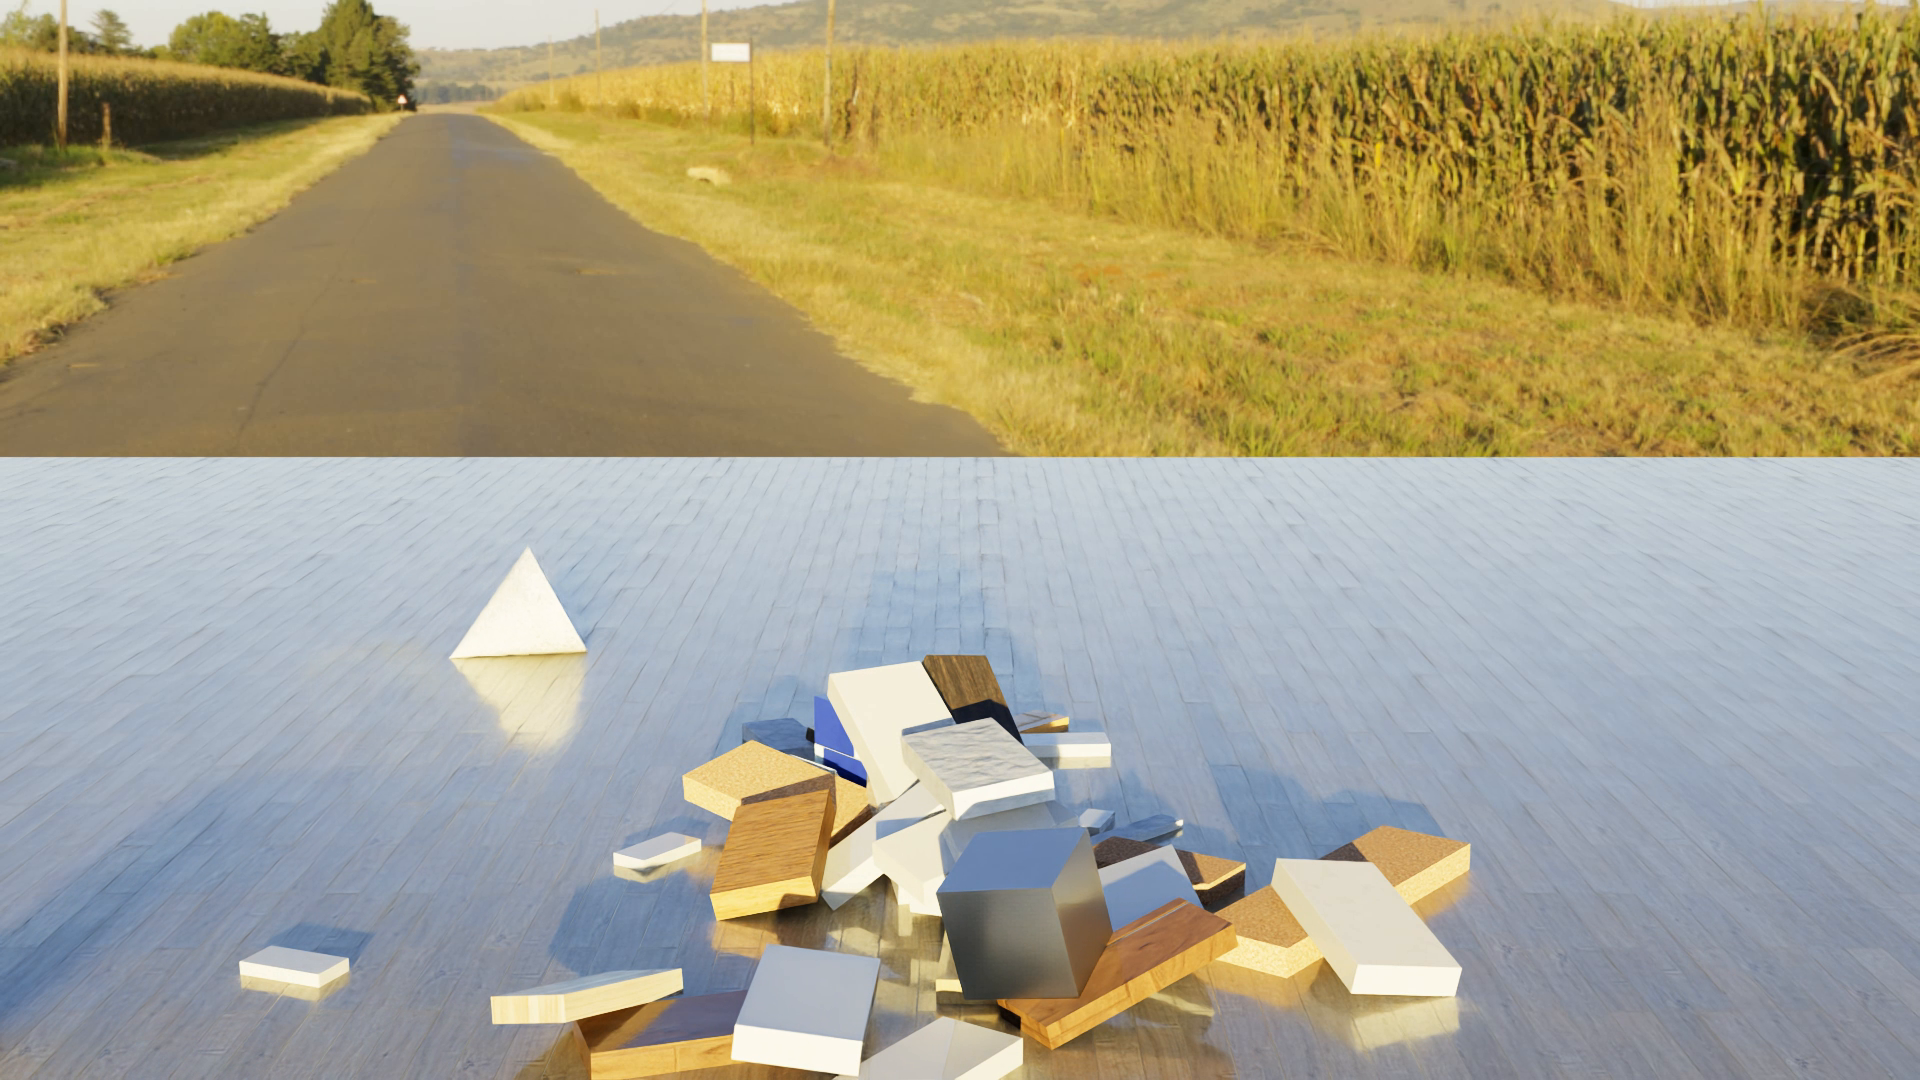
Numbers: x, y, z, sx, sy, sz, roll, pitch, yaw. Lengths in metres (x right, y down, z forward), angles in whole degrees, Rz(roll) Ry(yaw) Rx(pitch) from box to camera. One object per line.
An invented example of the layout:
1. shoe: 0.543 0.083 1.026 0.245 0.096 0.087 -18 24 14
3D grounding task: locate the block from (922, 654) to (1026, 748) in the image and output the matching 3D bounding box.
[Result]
1. block: 0.051 0.376 4.023 0.129 0.037 0.404 2 46 -30

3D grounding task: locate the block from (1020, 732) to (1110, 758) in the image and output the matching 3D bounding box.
1. block: 0.213 0.420 4.513 0.180 0.025 0.090 -1 11 -4

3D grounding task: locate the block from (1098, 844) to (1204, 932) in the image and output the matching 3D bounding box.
1. block: 0.288 0.579 3.459 0.166 0.047 0.332 -19 11 0

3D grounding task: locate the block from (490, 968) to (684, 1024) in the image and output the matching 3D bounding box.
1. block: -0.521 0.640 3.092 0.129 0.037 0.258 -8 -6 30

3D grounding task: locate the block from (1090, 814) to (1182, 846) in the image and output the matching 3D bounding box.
1. block: 0.267 0.536 3.917 0.340 0.015 0.052 -10 15 -44

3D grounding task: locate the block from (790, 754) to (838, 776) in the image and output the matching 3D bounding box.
1. block: -0.270 0.434 4.085 0.104 0.052 0.015 15 53 30

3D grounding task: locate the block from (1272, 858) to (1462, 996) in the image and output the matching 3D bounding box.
1. block: 0.614 0.587 3.357 0.166 0.047 0.332 5 18 -15

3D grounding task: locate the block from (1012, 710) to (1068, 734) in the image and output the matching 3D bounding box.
1. block: 0.050 0.413 4.554 0.090 0.026 0.436 10 14 42

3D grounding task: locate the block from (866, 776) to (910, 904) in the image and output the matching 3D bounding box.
1. block: -0.047 0.502 3.780 0.176 0.050 0.352 -2 25 -11

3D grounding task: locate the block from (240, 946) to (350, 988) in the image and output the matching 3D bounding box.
1. block: -1.005 0.644 3.323 0.144 0.020 0.072 4 11 21

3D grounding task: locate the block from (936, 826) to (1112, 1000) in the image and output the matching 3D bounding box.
1. block: 0.095 0.537 3.167 0.176 0.176 0.176 -6 19 23

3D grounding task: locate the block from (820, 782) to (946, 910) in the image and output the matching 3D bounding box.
1. block: -0.130 0.502 3.656 0.258 0.037 0.129 -37 18 -6

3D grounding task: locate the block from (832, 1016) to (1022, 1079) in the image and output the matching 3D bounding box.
1. block: -0.044 0.709 2.925 0.132 0.037 0.265 7 13 34

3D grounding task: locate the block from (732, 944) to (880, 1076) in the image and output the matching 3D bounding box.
1. block: -0.207 0.642 3.029 0.167 0.047 0.334 7 8 1

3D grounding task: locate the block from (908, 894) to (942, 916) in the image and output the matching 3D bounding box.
1. block: 0.036 0.510 3.569 0.149 0.042 0.299 4 26 17

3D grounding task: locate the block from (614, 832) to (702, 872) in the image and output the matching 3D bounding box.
1. block: -0.529 0.546 3.852 0.072 0.020 0.144 7 13 35

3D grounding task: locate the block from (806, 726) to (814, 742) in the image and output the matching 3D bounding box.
1. block: -0.214 0.407 4.474 0.180 0.025 0.090 6 7 -37

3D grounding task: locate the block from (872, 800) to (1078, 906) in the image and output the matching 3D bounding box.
1. block: 0.026 0.482 3.530 0.299 0.042 0.149 -19 29 -29

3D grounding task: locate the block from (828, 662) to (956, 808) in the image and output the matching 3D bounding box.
1. block: -0.095 0.352 3.910 0.176 0.050 0.352 -7 37 -21

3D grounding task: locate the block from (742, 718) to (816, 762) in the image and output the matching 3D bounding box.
1. block: -0.362 0.414 4.530 0.112 0.032 0.224 -4 11 -22

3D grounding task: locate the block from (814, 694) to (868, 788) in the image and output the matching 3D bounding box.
1. block: -0.131 0.397 4.147 0.205 0.205 0.205 -8 13 -38

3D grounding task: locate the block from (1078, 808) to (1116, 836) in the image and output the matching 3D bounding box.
1. block: 0.245 0.516 4.026 0.052 0.015 0.104 4 11 19

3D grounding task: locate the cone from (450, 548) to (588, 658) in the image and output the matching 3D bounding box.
1. cone: -1.106 0.214 5.332 0.295 0.295 0.295 -29 17 -9

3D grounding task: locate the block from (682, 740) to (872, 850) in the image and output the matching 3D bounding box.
1. block: -0.315 0.468 3.981 0.352 0.050 0.176 18 29 37

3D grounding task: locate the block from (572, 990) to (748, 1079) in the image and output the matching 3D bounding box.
1. block: -0.375 0.683 3.050 0.299 0.042 0.149 -4 11 -19

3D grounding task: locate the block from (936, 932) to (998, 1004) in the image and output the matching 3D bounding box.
1. block: 0.038 0.635 3.327 0.129 0.037 0.258 1 11 3

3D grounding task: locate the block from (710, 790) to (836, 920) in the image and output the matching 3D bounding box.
1. block: -0.310 0.524 3.687 0.167 0.047 0.334 -11 17 6

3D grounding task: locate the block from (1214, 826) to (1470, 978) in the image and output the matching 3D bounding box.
1. block: 0.619 0.581 3.591 0.166 0.047 0.627 8 13 37

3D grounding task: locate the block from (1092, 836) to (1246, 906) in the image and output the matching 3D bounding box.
1. block: 0.338 0.560 3.733 0.258 0.037 0.129 7 13 34

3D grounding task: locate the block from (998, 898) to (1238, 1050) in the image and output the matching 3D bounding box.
1. block: 0.228 0.620 3.166 0.333 0.037 0.132 -23 20 -26

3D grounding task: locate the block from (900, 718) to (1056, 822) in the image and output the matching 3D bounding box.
1. block: 0.025 0.378 3.668 0.167 0.047 0.334 -11 14 -14
